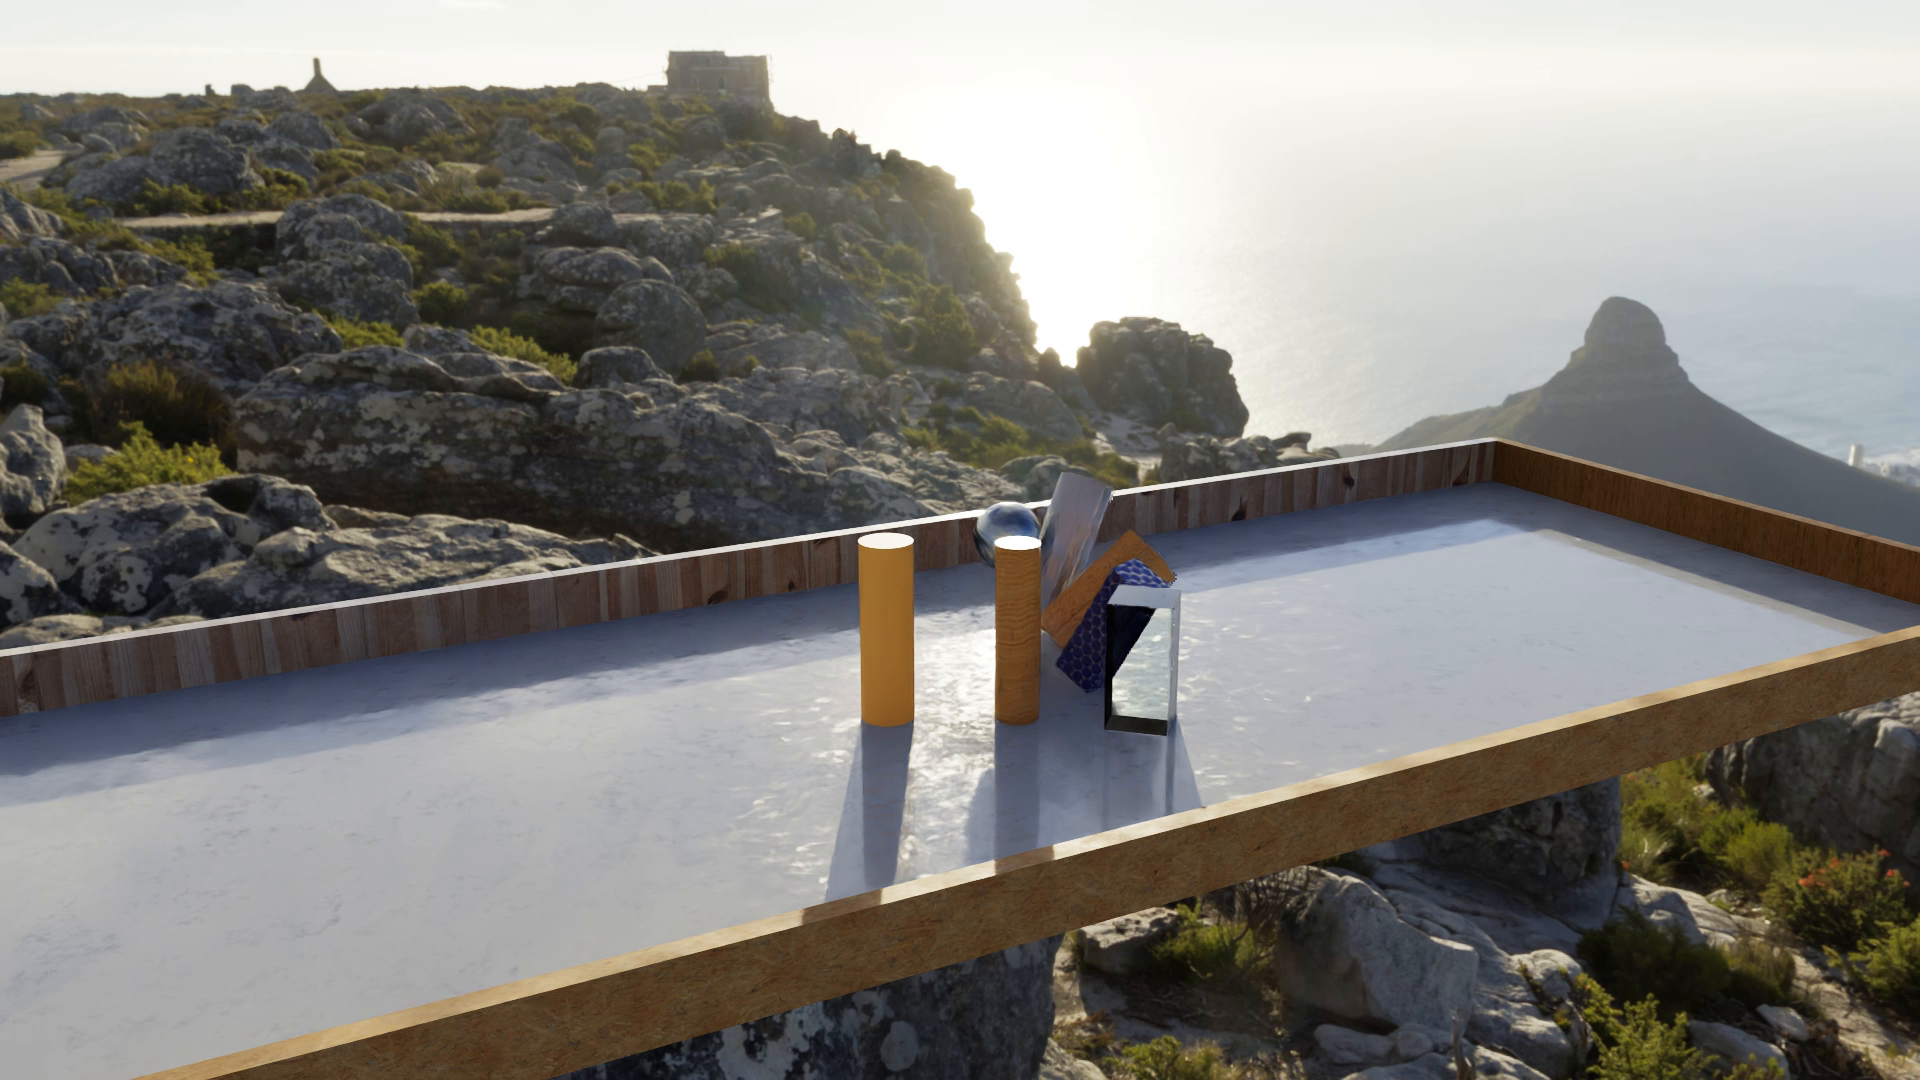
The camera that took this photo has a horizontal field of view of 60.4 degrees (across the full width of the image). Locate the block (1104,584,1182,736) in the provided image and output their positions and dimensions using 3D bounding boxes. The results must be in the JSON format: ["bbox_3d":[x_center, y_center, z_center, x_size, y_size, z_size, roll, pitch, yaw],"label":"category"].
[{"bbox_3d":[0.427,0.279,3.855,0.147,0.310,0.147,5,17,15],"label":"block"}]

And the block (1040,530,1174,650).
[{"bbox_3d":[0.372,0.150,4.234,0.337,0.122,0.122,-43,52,-1],"label":"block"}]

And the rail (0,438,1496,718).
[{"bbox_3d":[-3.305,0.497,3.399,12.000,0.150,0.050,-9,18,-27],"label":"rail"}]

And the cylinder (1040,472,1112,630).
[{"bbox_3d":[0.275,0.036,4.472,0.149,0.413,0.149,20,-9,3],"label":"cylinder"}]

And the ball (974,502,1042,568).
[{"bbox_3d":[0.128,-0.011,4.407,0.184,0.184,0.184,0,16,0],"label":"ball"}]

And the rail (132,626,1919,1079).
[{"bbox_3d":[-2.336,1.006,1.665,12.000,0.150,0.050,-9,18,-27],"label":"rail"}]

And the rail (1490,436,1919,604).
[{"bbox_3d":[2.466,-0.048,5.253,0.050,0.150,2.100,-9,18,-27],"label":"rail"}]

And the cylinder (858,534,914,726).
[{"bbox_3d":[-0.171,0.211,3.866,0.128,0.436,0.128,0,16,0],"label":"cylinder"}]

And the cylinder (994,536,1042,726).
[{"bbox_3d":[0.135,0.214,3.863,0.107,0.432,0.107,0,16,0],"label":"cylinder"}]

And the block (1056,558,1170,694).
[{"bbox_3d":[0.372,0.211,4.043,0.112,0.322,0.112,42,35,21],"label":"block"}]
